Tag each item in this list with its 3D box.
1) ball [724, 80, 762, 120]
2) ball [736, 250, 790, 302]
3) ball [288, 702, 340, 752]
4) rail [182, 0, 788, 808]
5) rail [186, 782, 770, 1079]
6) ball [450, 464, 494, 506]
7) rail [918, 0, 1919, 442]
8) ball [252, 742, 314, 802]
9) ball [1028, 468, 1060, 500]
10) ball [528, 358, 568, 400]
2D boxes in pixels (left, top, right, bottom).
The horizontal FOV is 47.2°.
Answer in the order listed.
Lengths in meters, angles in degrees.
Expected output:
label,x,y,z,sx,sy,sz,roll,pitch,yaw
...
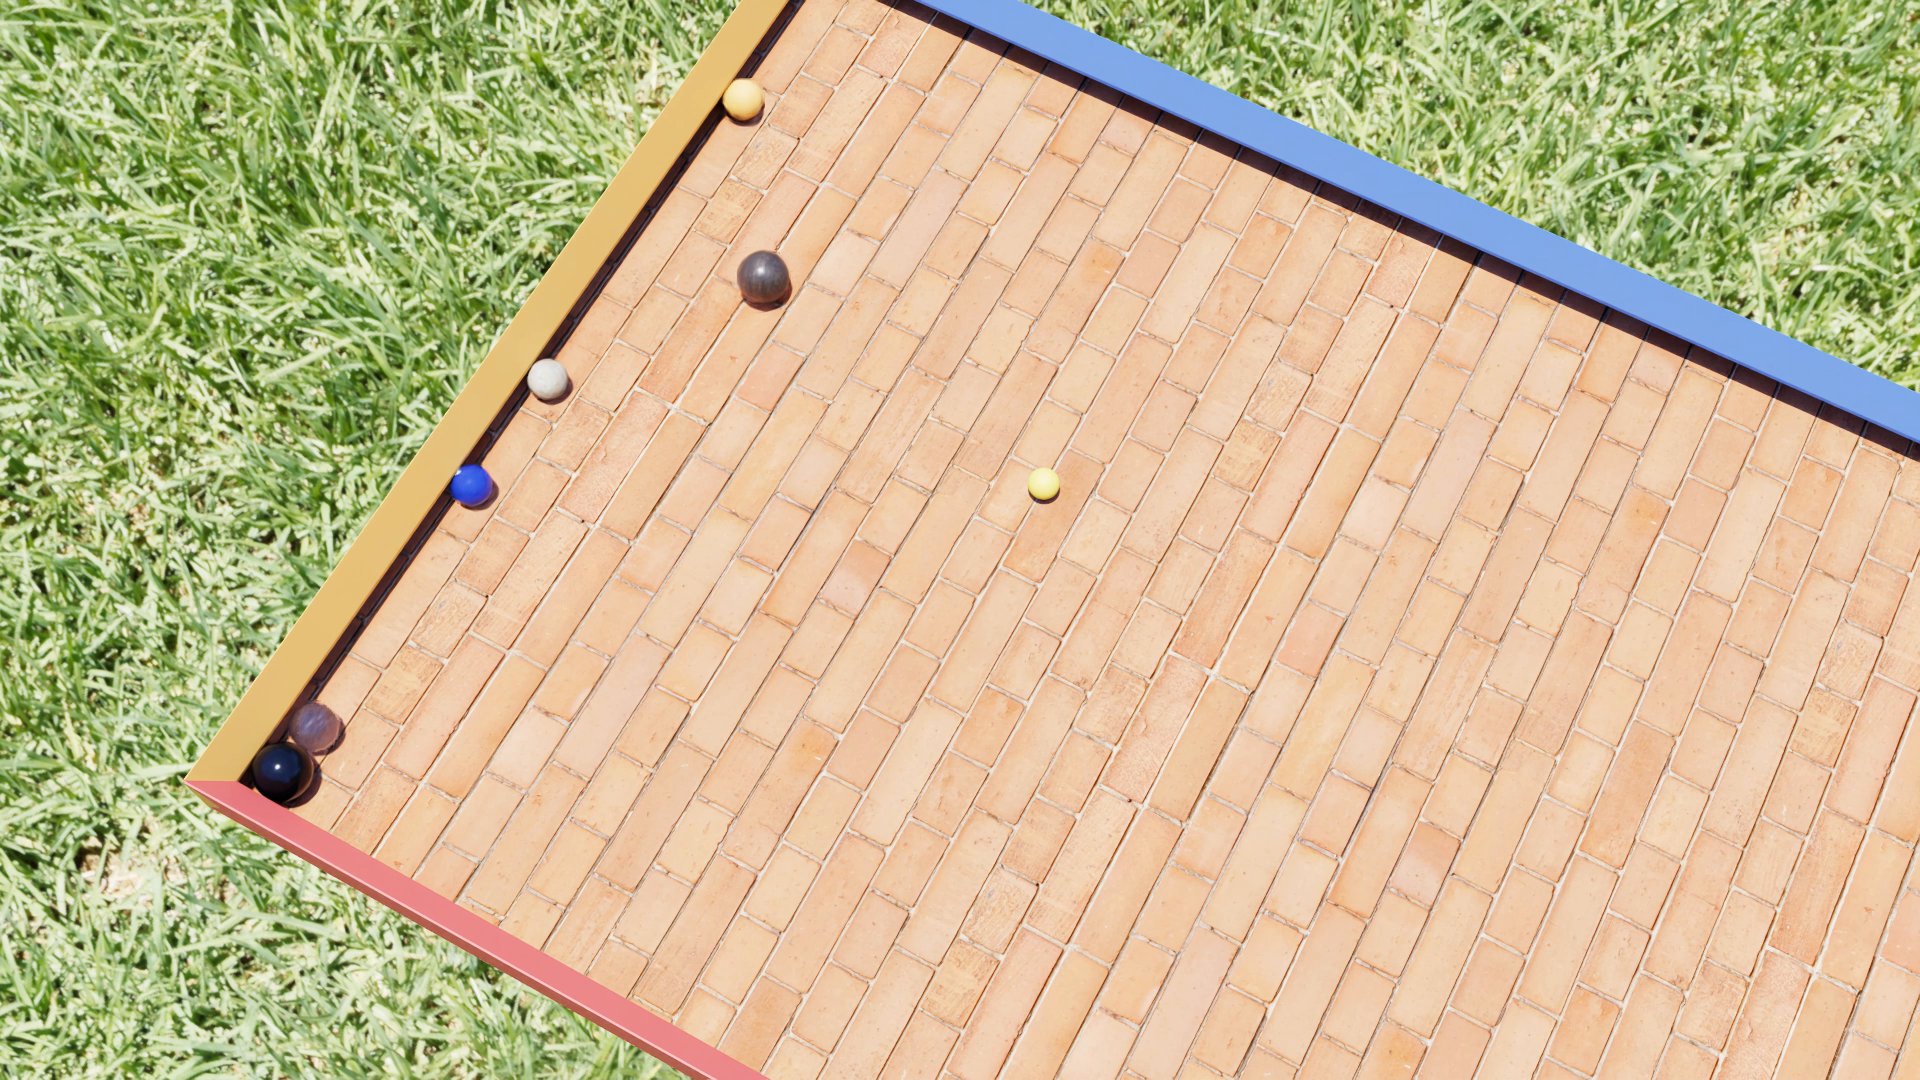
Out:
label,x,y,z,sx,sy,sz,roll,pitch,yaw
ball,-0.384,-0.779,3.893,0.070,0.070,0.070,0,66,0
ball,-0.335,-0.447,3.734,0.089,0.089,0.089,0,66,0
ball,-1.002,0.290,3.411,0.075,0.075,0.075,0,66,0
rail,-0.699,-0.354,3.674,0.045,0.120,1.869,26,68,11
rail,0.286,1.076,3.033,3.271,0.120,0.045,26,68,11
ball,-0.795,-0.090,3.585,0.068,0.068,0.068,0,66,0
rail,1.153,-0.386,3.689,3.271,0.120,0.045,26,68,11
ball,-1.039,0.355,3.373,0.092,0.092,0.092,0,66,0
ball,0.137,-0.092,3.594,0.053,0.053,0.053,0,66,0
ball,-0.687,-0.268,3.665,0.068,0.068,0.068,0,66,0
